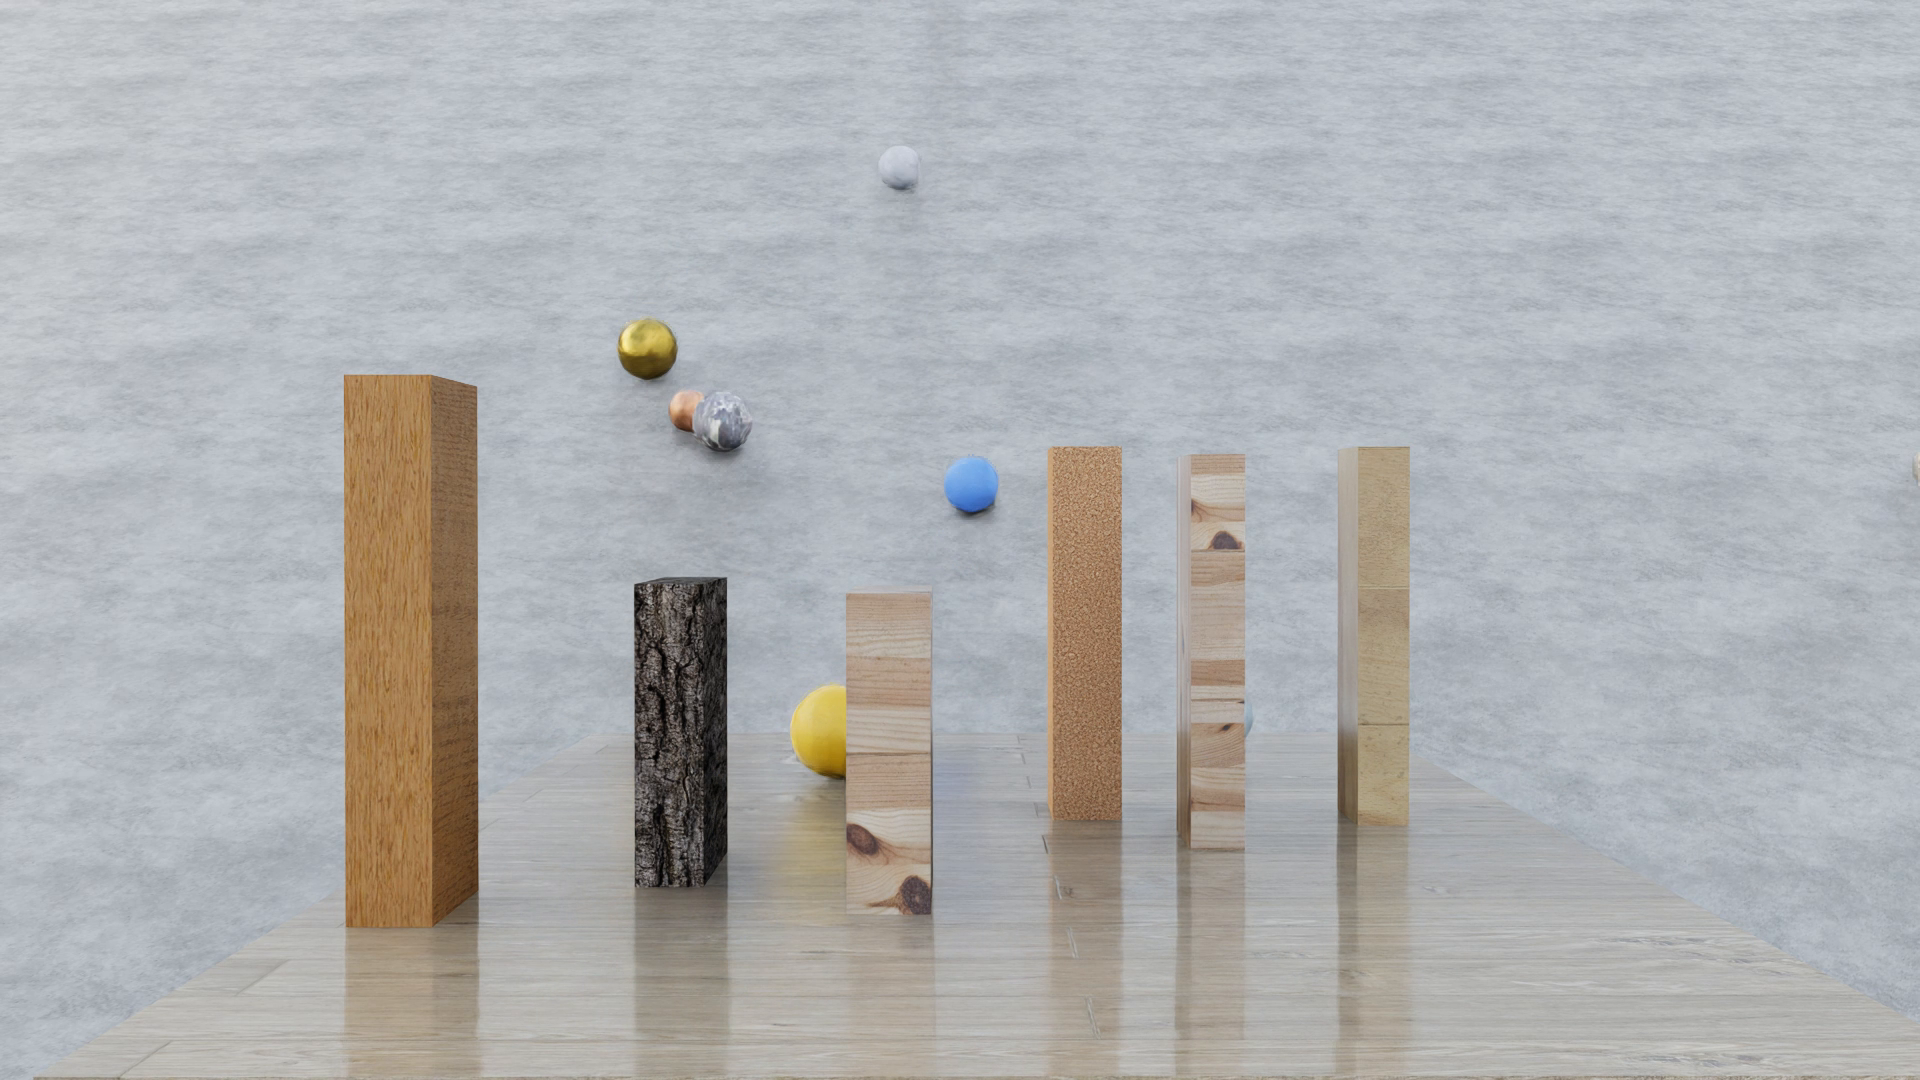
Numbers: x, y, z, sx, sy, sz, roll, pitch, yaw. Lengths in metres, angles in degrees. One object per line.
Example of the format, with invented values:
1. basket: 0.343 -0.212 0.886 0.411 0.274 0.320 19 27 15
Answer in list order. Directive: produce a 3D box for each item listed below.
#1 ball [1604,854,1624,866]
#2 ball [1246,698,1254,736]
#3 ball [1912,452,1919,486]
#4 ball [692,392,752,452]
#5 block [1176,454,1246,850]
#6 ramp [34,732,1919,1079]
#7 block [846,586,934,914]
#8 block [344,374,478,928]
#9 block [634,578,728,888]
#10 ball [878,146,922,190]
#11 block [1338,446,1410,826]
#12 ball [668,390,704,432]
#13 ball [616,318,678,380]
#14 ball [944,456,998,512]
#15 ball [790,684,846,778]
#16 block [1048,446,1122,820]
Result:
1. ball: 1.497 0.808 6.047 0.147 0.147 0.147 0 28 0
2. ball: 0.621 0.421 6.152 0.155 0.155 0.155 0 28 0
3. ball: 3.023 -0.222 7.971 0.159 0.159 0.159 0 28 0
4. ball: -0.757 -0.377 8.228 0.191 0.191 0.191 0 28 0
5. block: 0.432 0.187 4.469 0.091 0.664 0.280 0 1 0
6. ramp: 0.063 0.567 4.607 2.000 0.100 4.000 0 1 0
7. block: -0.101 0.300 3.837 0.119 0.453 0.388 0 1 0
8. block: -0.783 0.150 3.706 0.119 0.756 0.343 0 1 0
9. block: -0.441 0.294 4.114 0.104 0.459 0.409 0 1 0
10. ball: -0.241 -1.493 10.347 0.173 0.173 0.173 0 28 0
11. block: 0.765 0.172 4.791 0.093 0.685 0.252 0 1 0
12. ball: -0.875 -0.419 8.364 0.138 0.138 0.138 0 28 0
13. ball: -1.055 -0.644 8.717 0.205 0.205 0.205 0 28 0
14. ball: 0.035 -0.169 7.863 0.168 0.168 0.168 0 28 0
15. ball: -0.262 0.407 5.501 0.199 0.199 0.199 0 28 0
16. block: 0.234 0.170 4.894 0.127 0.687 0.282 0 1 0
